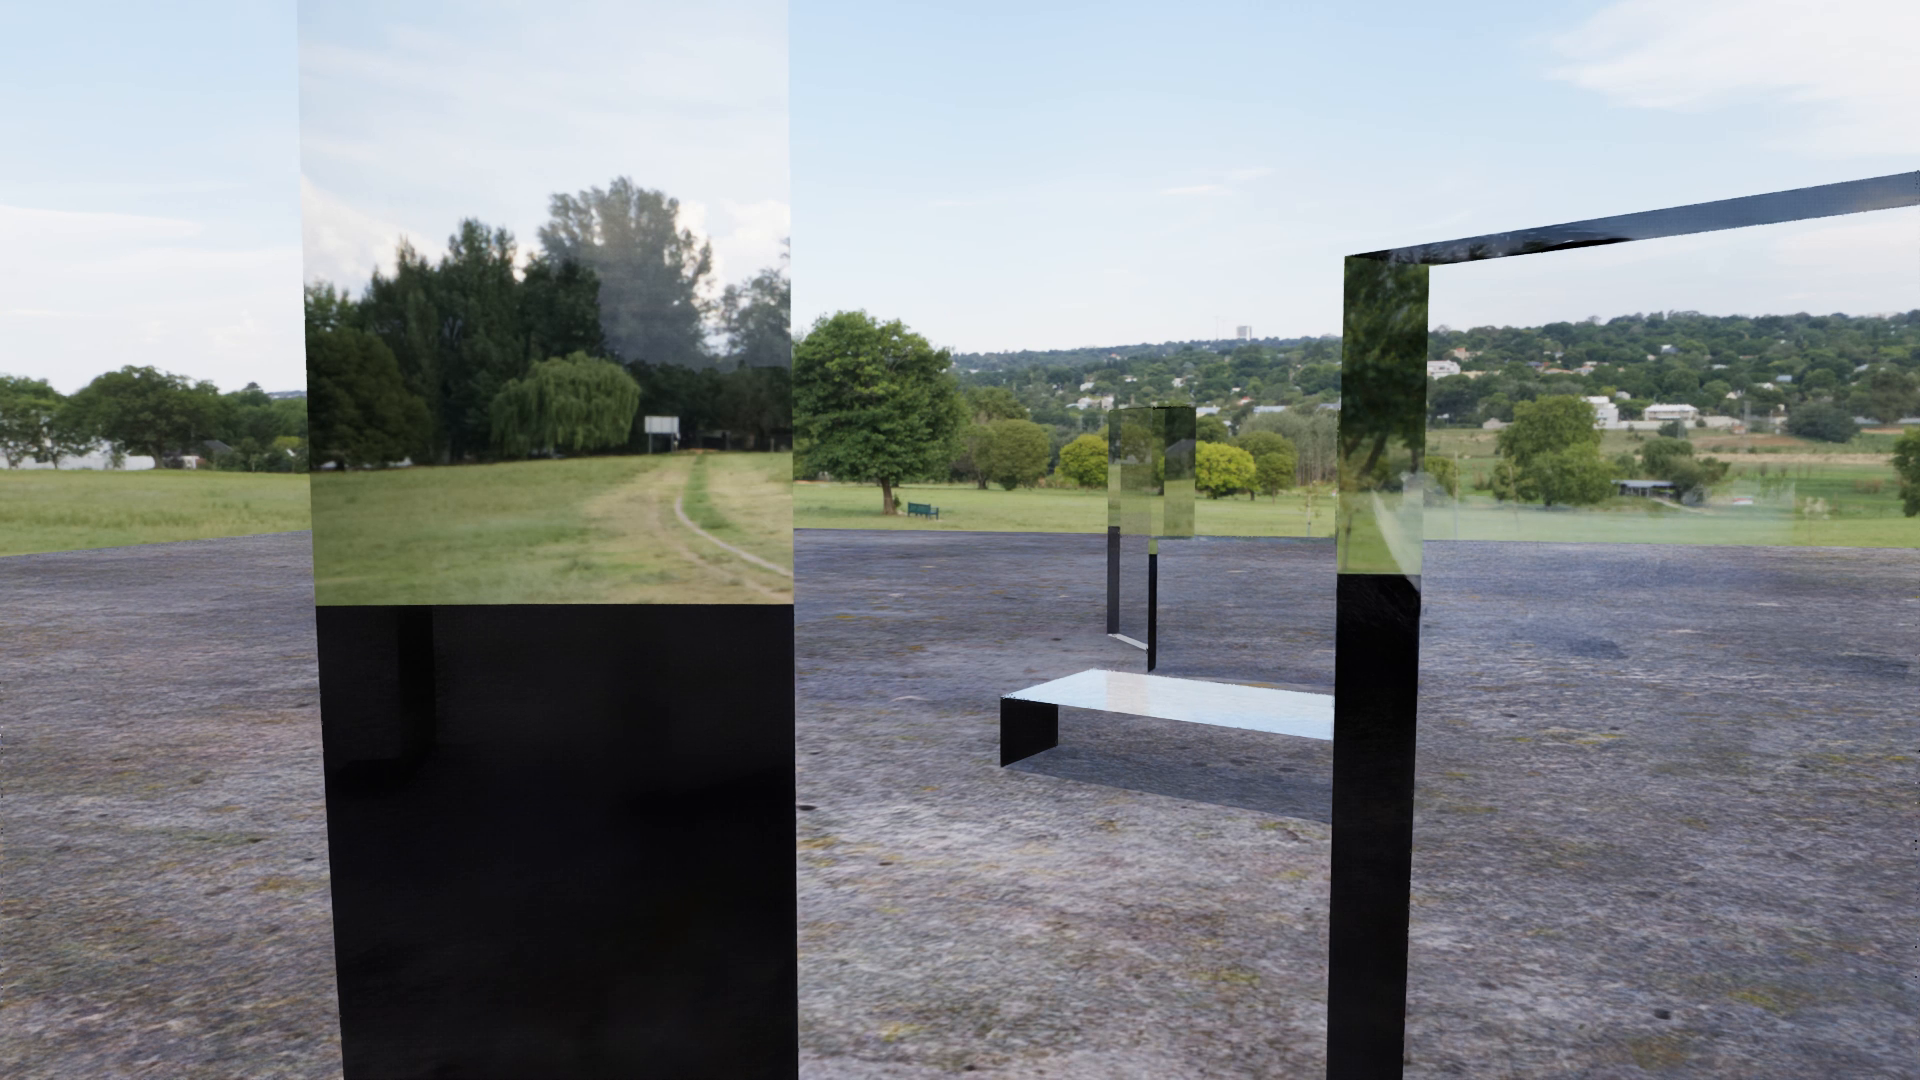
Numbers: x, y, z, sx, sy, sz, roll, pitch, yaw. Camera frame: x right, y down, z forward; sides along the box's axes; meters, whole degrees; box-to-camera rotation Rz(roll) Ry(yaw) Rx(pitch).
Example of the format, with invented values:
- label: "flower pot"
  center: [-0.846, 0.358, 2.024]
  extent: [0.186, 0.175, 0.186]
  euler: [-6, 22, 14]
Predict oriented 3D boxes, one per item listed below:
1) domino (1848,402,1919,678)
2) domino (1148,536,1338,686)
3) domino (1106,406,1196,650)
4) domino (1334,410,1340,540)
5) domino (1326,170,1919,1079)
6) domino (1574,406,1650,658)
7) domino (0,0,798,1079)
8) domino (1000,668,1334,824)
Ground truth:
- label: "domino"
  center: [0.177, -0.001, 0.244]
  extent: [0.010, 0.050, 0.025]
  euler: [3, 5, 39]
- label: "domino"
  center: [0.060, 0.013, 0.232]
  extent: [0.050, 0.025, 0.010]
  euler: [2, 5, 23]
- label: "domino"
  center: [0.041, -0.003, 0.274]
  extent: [0.010, 0.050, 0.025]
  euler: [-1, 4, -14]
- label: "domino"
  center: [0.088, -0.003, 0.277]
  extent: [0.009, 0.050, 0.025]
  euler: [0, 4, 6]
- label: "domino"
  center: [0.026, 0.014, 0.046]
  extent: [0.010, 0.050, 0.025]
  euler: [-3, 5, -34]
- label: "domino"
  center: [0.135, -0.002, 0.267]
  extent: [0.010, 0.050, 0.025]
  euler: [2, 5, 20]
- label: "domino"
  center: [-0.013, 0.016, 0.018]
  extent: [0.009, 0.050, 0.025]
  euler: [-3, 5, -38]
- label: "domino"
  center: [0.033, 0.026, 0.165]
  extent: [0.050, 0.009, 0.025]
  euler: [3, 5, 34]
